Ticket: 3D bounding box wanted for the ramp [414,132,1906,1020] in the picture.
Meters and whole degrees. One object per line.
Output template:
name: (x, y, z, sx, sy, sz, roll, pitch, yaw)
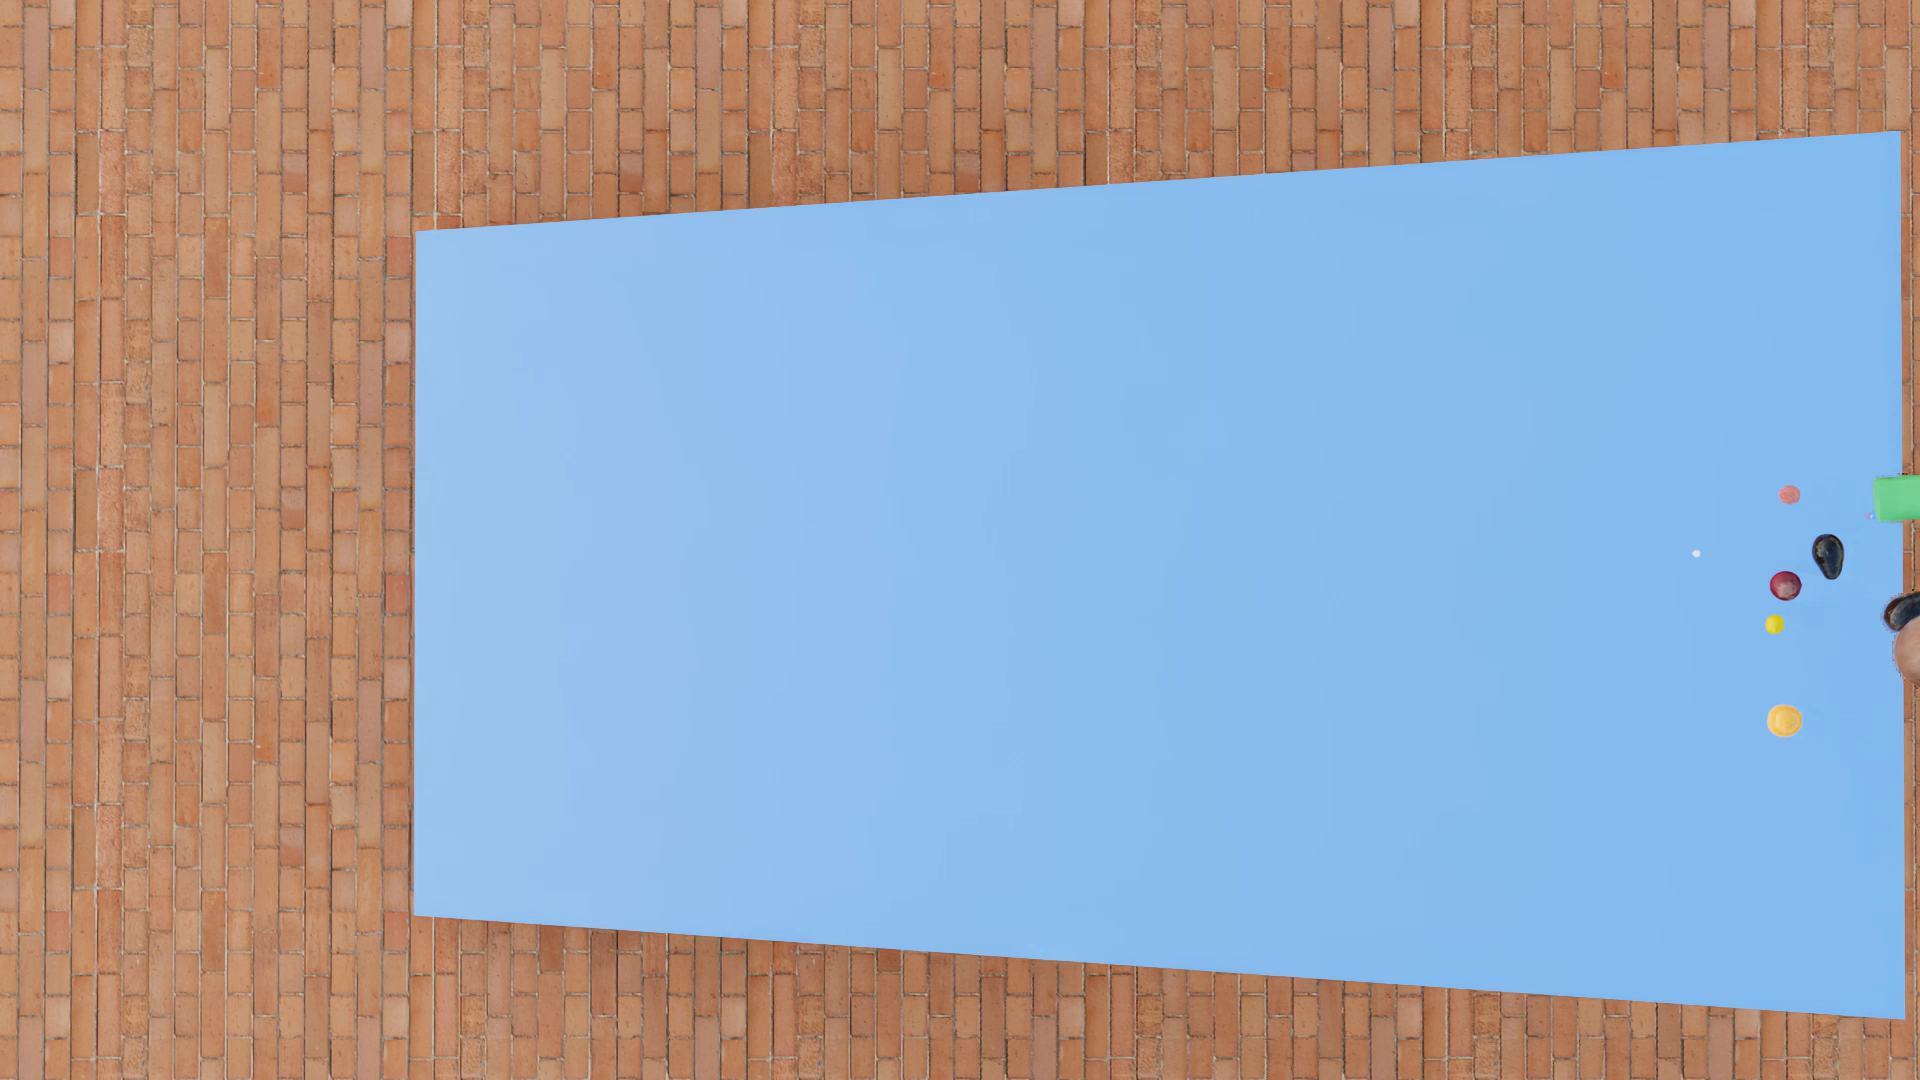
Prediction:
ramp: (0.283, 0.087, 5.737, 4.000, 0.100, 2.000, 0, 89, 22)
